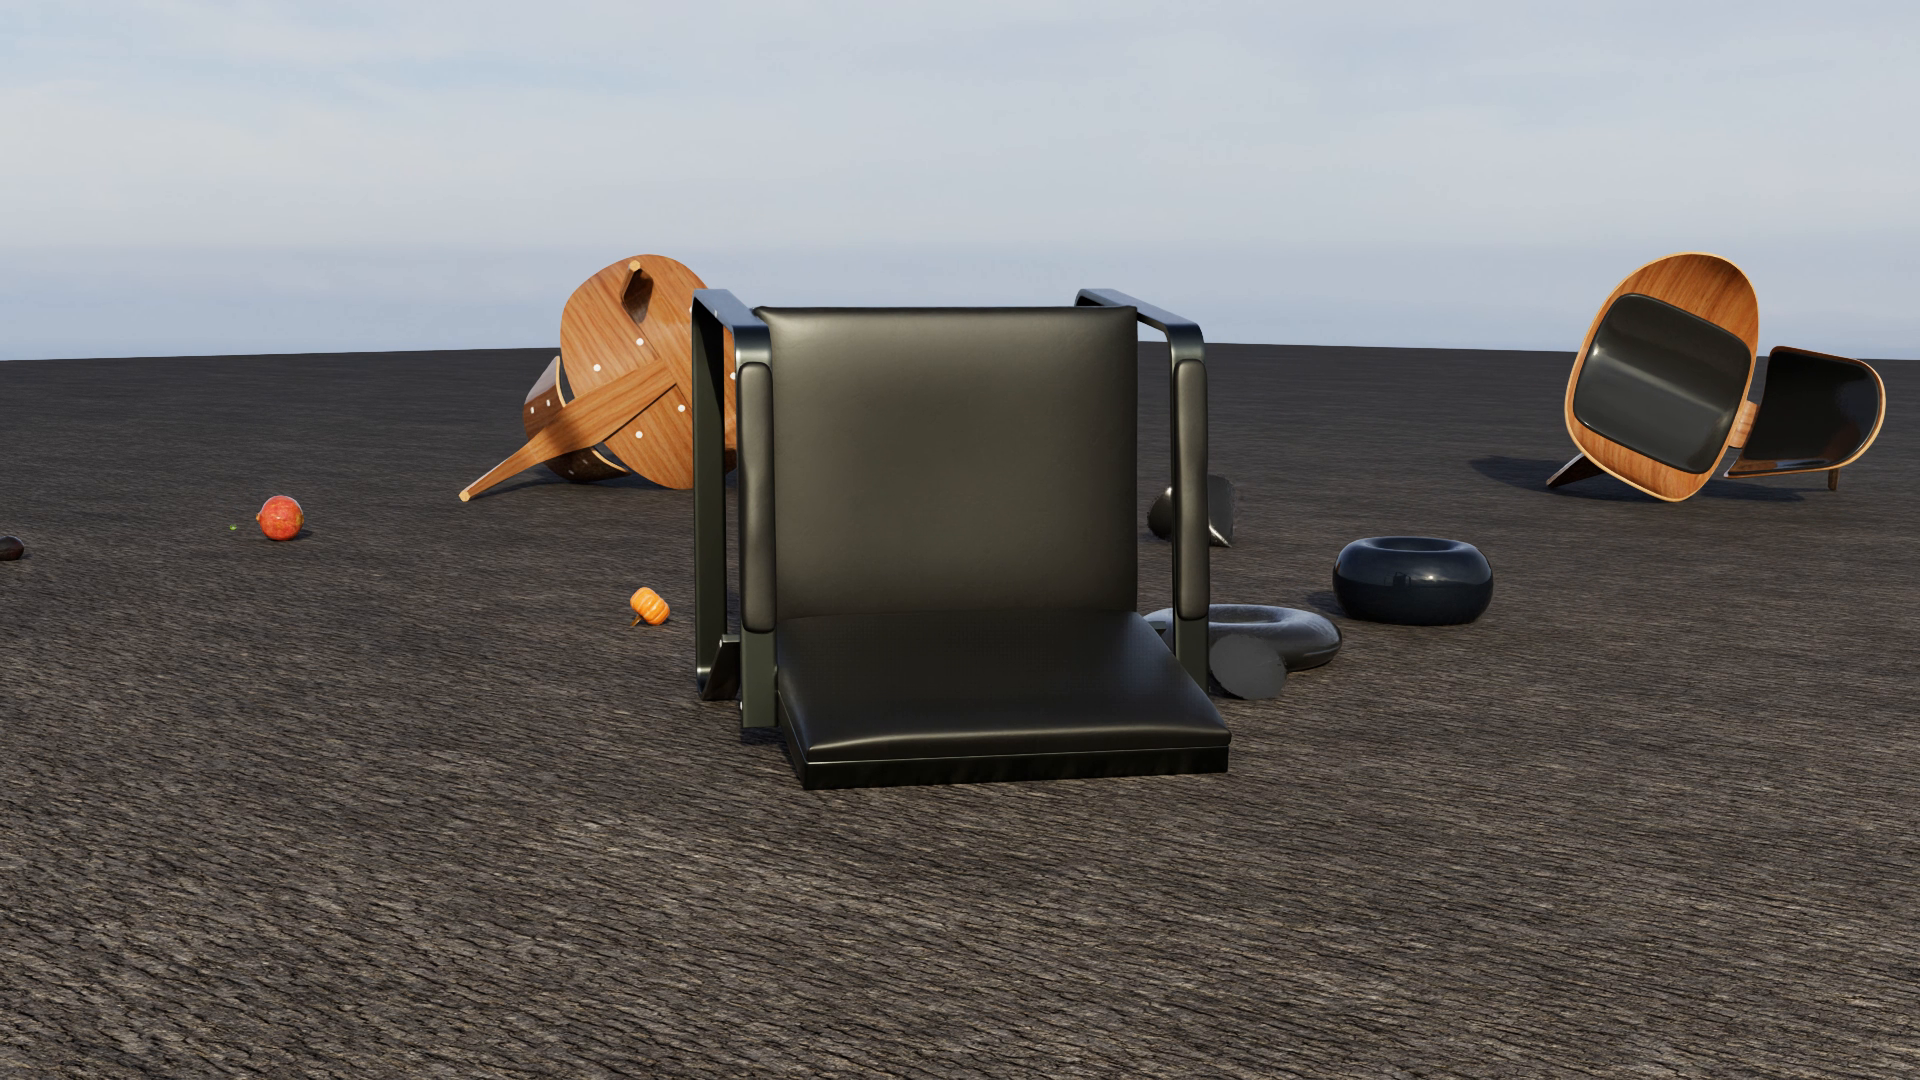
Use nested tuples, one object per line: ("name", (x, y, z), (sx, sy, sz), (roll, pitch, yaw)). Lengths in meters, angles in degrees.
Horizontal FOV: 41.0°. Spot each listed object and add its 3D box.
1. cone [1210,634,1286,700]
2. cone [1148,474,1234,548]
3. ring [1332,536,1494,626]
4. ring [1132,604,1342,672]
("cone", (0.437, 0.219, 4.053), (0.128, 0.109, 0.094), (19, -29, -8))
("cone", (0.616, -0.030, 6.281), (0.262, 0.197, 0.172), (-5, 38, -34))
("ring", (0.871, 0.079, 4.942), (0.316, 0.146, 0.282), (7, 11, 41))
("ring", (0.473, 0.167, 4.393), (0.358, 0.082, 0.402), (3, 6, 24))
